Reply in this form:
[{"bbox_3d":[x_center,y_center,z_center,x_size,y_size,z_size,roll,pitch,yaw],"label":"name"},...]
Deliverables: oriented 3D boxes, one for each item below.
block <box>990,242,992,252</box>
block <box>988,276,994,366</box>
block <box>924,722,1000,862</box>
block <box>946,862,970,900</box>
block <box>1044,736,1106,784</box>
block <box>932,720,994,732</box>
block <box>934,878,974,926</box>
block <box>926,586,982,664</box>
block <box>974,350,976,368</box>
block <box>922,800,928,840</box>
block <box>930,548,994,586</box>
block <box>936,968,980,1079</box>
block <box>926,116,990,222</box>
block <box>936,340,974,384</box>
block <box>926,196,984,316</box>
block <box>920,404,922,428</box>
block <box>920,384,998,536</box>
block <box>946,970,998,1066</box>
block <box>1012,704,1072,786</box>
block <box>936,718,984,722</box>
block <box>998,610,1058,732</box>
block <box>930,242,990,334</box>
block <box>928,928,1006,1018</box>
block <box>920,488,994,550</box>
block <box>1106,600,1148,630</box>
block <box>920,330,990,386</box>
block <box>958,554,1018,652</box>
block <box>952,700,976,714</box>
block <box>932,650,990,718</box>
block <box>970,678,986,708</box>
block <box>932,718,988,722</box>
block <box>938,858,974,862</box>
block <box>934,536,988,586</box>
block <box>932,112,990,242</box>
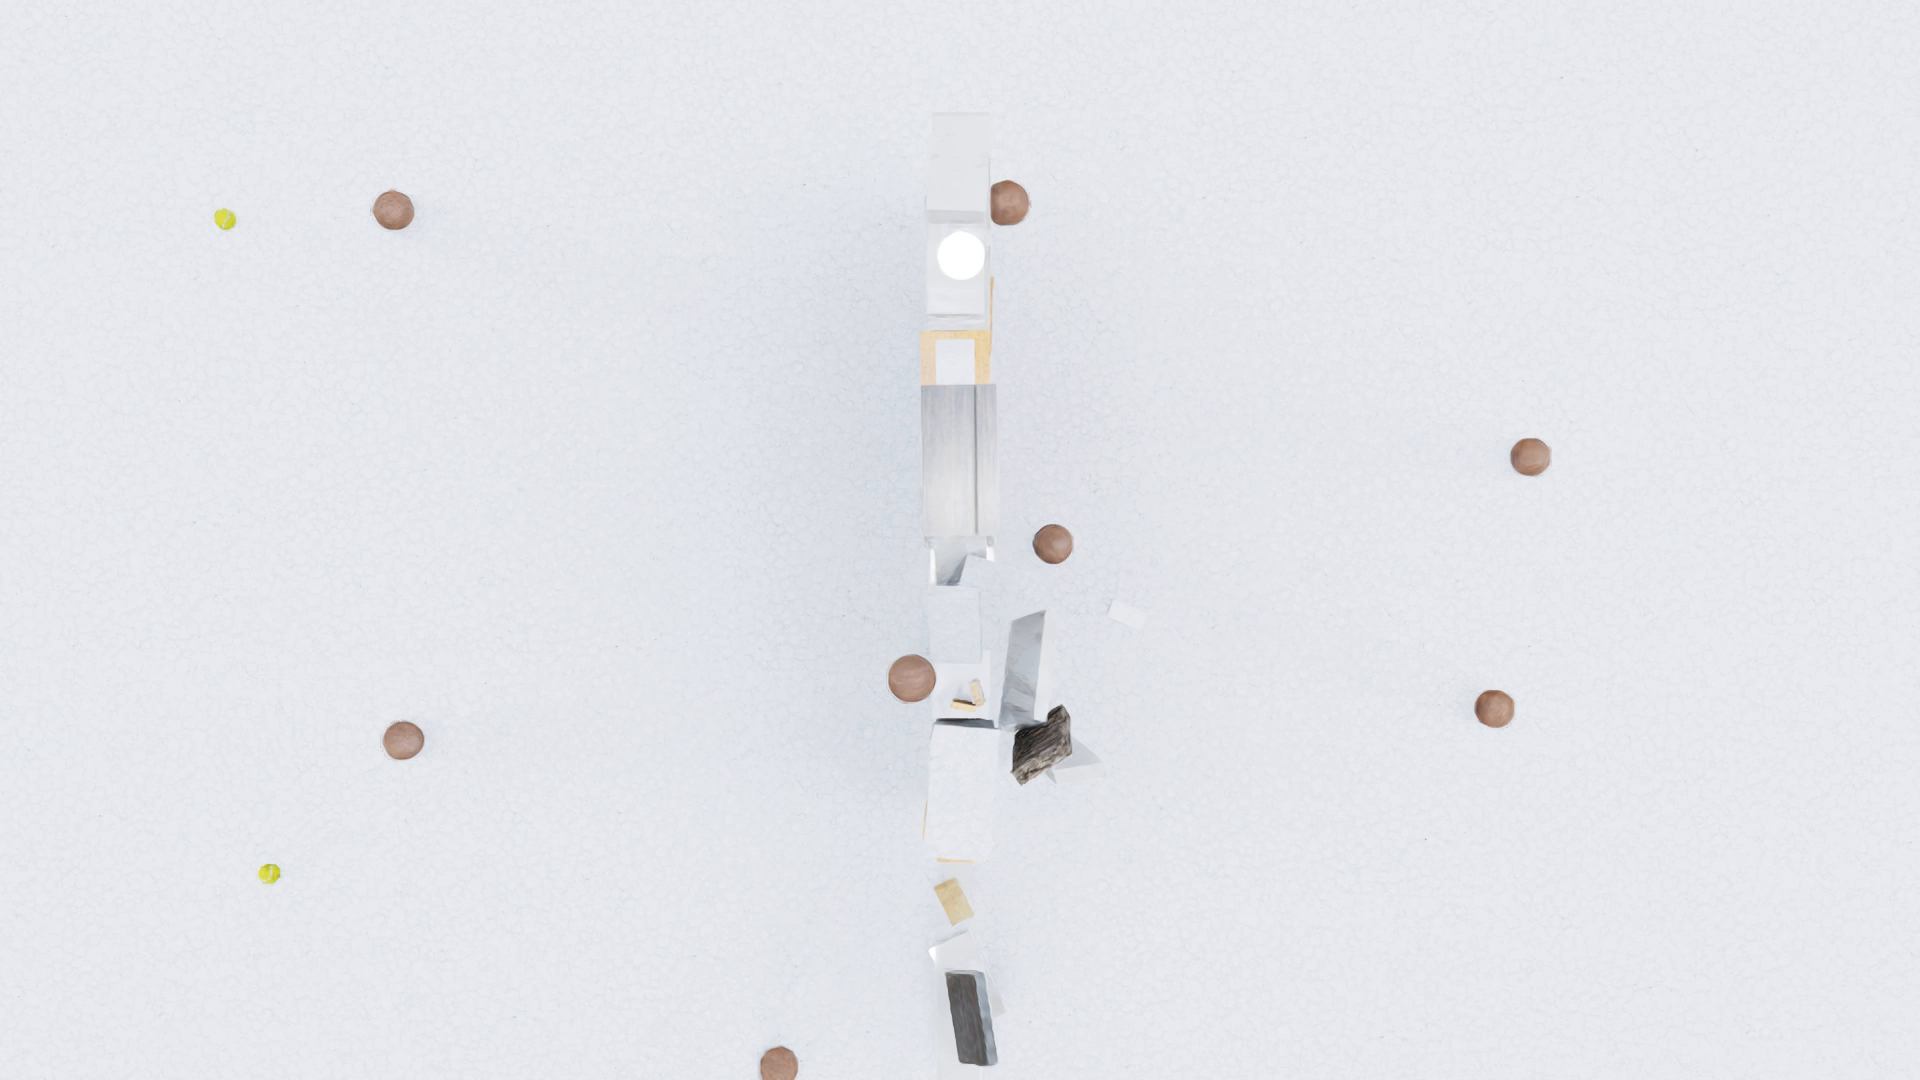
[{"bbox_3d":[0.003,-0.799,4.700,0.158,0.594,0.045,-4,91,0],"label":"block"},{"bbox_3d":[0.003,-0.580,4.744,0.177,0.050,0.354,2,90,0],"label":"block"},{"bbox_3d":[0.004,0.671,4.392,0.176,0.050,0.352,5,90,0],"label":"block"},{"bbox_3d":[-0.007,1.114,5.488,0.082,0.023,0.164,0,90,0],"label":"block"},{"bbox_3d":[0.336,0.706,5.319,0.165,0.330,0.047,-7,100,-13],"label":"block"},{"bbox_3d":[0.010,0.550,4.603,0.176,0.371,0.050,-3,90,0],"label":"block"},{"bbox_3d":[-0.019,1.194,5.449,0.082,0.023,0.164,-24,120,0],"label":"block"},{"bbox_3d":[-0.013,0.223,4.306,0.134,0.267,0.038,2,47,5],"label":"block"},{"bbox_3d":[-0.009,-0.461,4.215,0.096,0.192,0.027,-2,90,0],"label":"block"},{"bbox_3d":[-0.011,0.781,4.593,0.176,0.352,0.050,3,91,0],"label":"block"},{"bbox_3d":[0.006,-0.004,4.403,0.171,0.048,0.342,0,90,0],"label":"block"},{"bbox_3d":[-0.007,1.829,5.479,0.147,0.042,0.837,0,90,0],"label":"block"},{"bbox_3d":[-0.002,-0.962,4.260,0.152,0.043,0.303,2,64,1],"label":"block"},{"bbox_3d":[-0.011,-0.402,4.105,0.096,0.027,0.192,-1,90,0],"label":"block"},{"bbox_3d":[-0.013,-0.739,4.283,0.152,0.043,0.303,0,95,0],"label":"block"},{"bbox_3d":[-0.004,-0.272,4.130,0.179,0.358,0.051,-1,81,0],"label":"block"},{"bbox_3d":[0.000,-0.189,3.926,0.179,0.051,0.358,-1,91,0],"label":"block"},{"bbox_3d":[0.037,1.545,5.338,0.042,0.147,0.293,-6,85,-42],"label":"block"},{"bbox_3d":[0.229,0.569,4.612,0.165,0.330,0.047,-34,98,9],"label":"block"},{"bbox_3d":[0.000,0.498,4.808,0.138,0.039,0.275,-1,90,0],"label":"block"},{"bbox_3d":[0.196,0.377,4.755,0.047,0.165,0.330,22,63,-30],"label":"block"},{"bbox_3d":[0.001,-0.709,4.372,0.157,0.045,0.315,0,86,0],"label":"block"},{"bbox_3d":[0.026,1.448,5.437,0.147,0.042,0.293,-25,90,0],"label":"block"},{"bbox_3d":[-0.004,-0.052,4.166,0.179,0.426,0.051,-2,76,0],"label":"block"},{"bbox_3d":[0.557,0.249,5.491,0.124,0.018,0.062,22,90,0],"label":"block"},{"bbox_3d":[-0.012,-0.367,4.336,0.179,0.051,0.357,-1,90,0],"label":"block"},{"bbox_3d":[0.052,0.166,4.293,0.134,0.310,0.038,16,48,0],"label":"block"},{"bbox_3d":[0.009,0.439,4.358,0.062,0.124,0.018,11,88,-1],"label":"block"},{"bbox_3d":[0.002,0.325,4.443,0.152,0.043,0.304,0,90,0],"label":"block"},{"bbox_3d":[0.047,0.403,4.359,0.018,0.124,0.062,-18,90,4],"label":"block"},{"bbox_3d":[0.000,0.705,5.128,0.174,0.049,0.347,0,90,0],"label":"block"},{"bbox_3d":[0.006,0.785,4.790,0.146,0.041,0.293,-1,90,0],"label":"block"},{"bbox_3d":[0.003,0.047,4.252,0.134,0.267,0.038,-2,62,0],"label":"block"},{"bbox_3d":[0.003,-0.960,4.360,0.152,0.043,0.352,0,77,0],"label":"block"}]
